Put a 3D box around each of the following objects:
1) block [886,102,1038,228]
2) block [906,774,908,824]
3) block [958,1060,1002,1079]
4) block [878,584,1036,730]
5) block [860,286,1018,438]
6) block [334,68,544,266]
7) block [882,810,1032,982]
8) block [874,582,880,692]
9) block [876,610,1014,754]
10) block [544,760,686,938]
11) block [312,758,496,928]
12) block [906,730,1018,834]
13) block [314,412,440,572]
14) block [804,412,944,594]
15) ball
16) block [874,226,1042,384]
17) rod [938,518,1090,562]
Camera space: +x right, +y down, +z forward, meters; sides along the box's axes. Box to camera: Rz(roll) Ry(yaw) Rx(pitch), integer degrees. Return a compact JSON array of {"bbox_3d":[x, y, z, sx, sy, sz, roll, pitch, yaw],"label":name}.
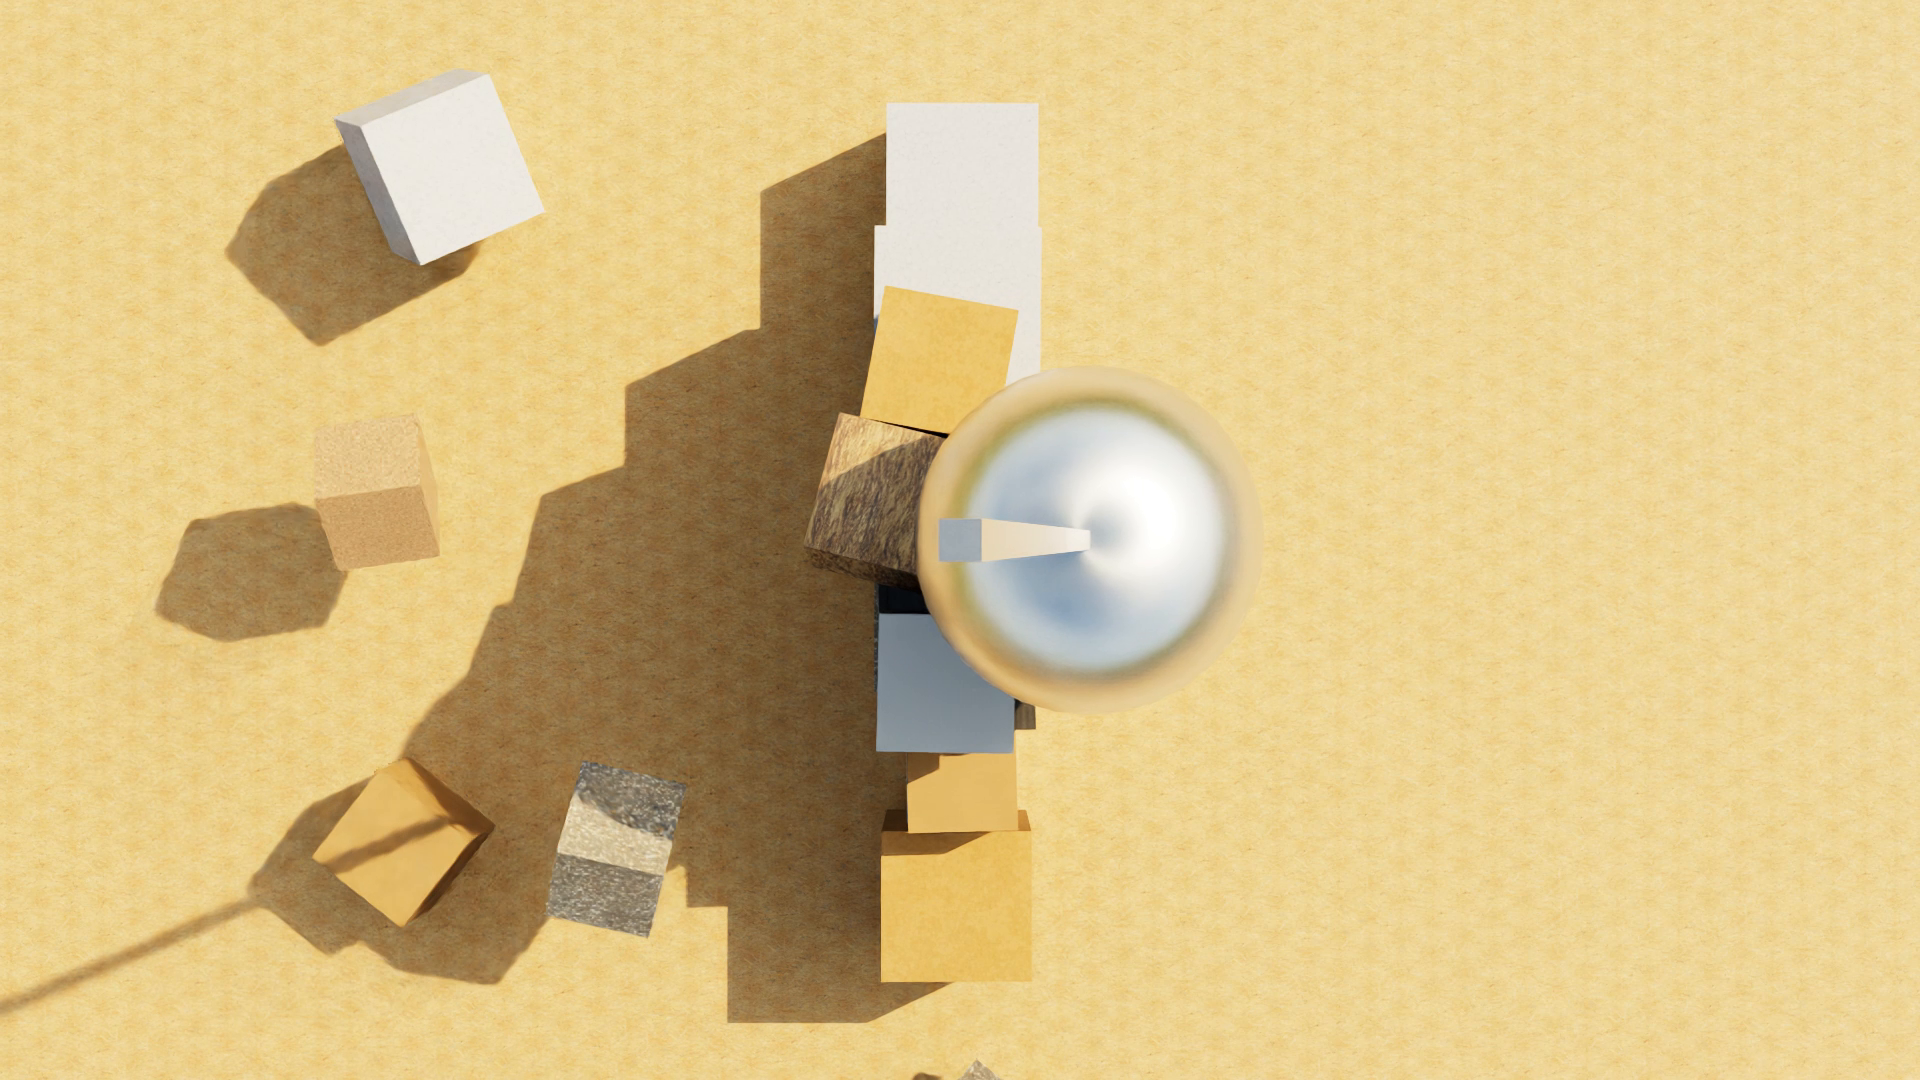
[{"bbox_3d":[0.014,-1.995,12.601,0.843,0.798,0.860,0,90,0],"label":"block"},{"bbox_3d":[0.007,1.213,12.644,0.615,0.712,0.741,0,90,0],"label":"block"},{"bbox_3d":[0.174,3.413,12.585,0.520,0.478,0.529,29,69,40],"label":"block"},{"bbox_3d":[-0.015,0.576,11.659,0.787,0.849,0.806,-1,90,0],"label":"block"},{"bbox_3d":[-0.105,-0.835,11.085,0.671,0.590,0.669,11,84,0],"label":"block"},{"bbox_3d":[-2.936,-2.115,12.402,0.763,0.676,0.817,-28,115,-19],"label":"block"},{"bbox_3d":[-0.020,2.004,12.513,0.822,0.974,0.823,0,90,0],"label":"block"},{"bbox_3d":[0.001,0.384,12.541,0.944,0.917,0.900,0,90,0],"label":"block"},{"bbox_3d":[-0.067,0.698,10.958,0.666,0.554,0.669,1,90,0],"label":"block"},{"bbox_3d":[-1.866,1.675,11.914,0.573,0.628,0.579,14,134,-6],"label":"block"},{"bbox_3d":[-3.192,1.734,12.678,0.647,0.605,0.629,38,92,1],"label":"block"},{"bbox_3d":[0.010,1.260,11.951,0.579,0.674,0.562,-1,90,0],"label":"block"},{"bbox_3d":[-3.177,-0.261,11.999,0.553,0.588,0.537,-8,50,-7],"label":"block"},{"bbox_3d":[-0.306,-0.153,10.978,0.749,0.610,0.685,14,80,4],"label":"block"},{"bbox_3d":[0.583,0.000,10.040,1.600,1.600,1.600,0,90,0],"label":"ball"},{"bbox_3d":[-0.013,-1.216,11.781,0.866,0.734,0.825,1,90,0],"label":"block"},{"bbox_3d":[0.253,0.000,6.656,0.080,5.200,0.080,0,90,6],"label":"rod"}]
